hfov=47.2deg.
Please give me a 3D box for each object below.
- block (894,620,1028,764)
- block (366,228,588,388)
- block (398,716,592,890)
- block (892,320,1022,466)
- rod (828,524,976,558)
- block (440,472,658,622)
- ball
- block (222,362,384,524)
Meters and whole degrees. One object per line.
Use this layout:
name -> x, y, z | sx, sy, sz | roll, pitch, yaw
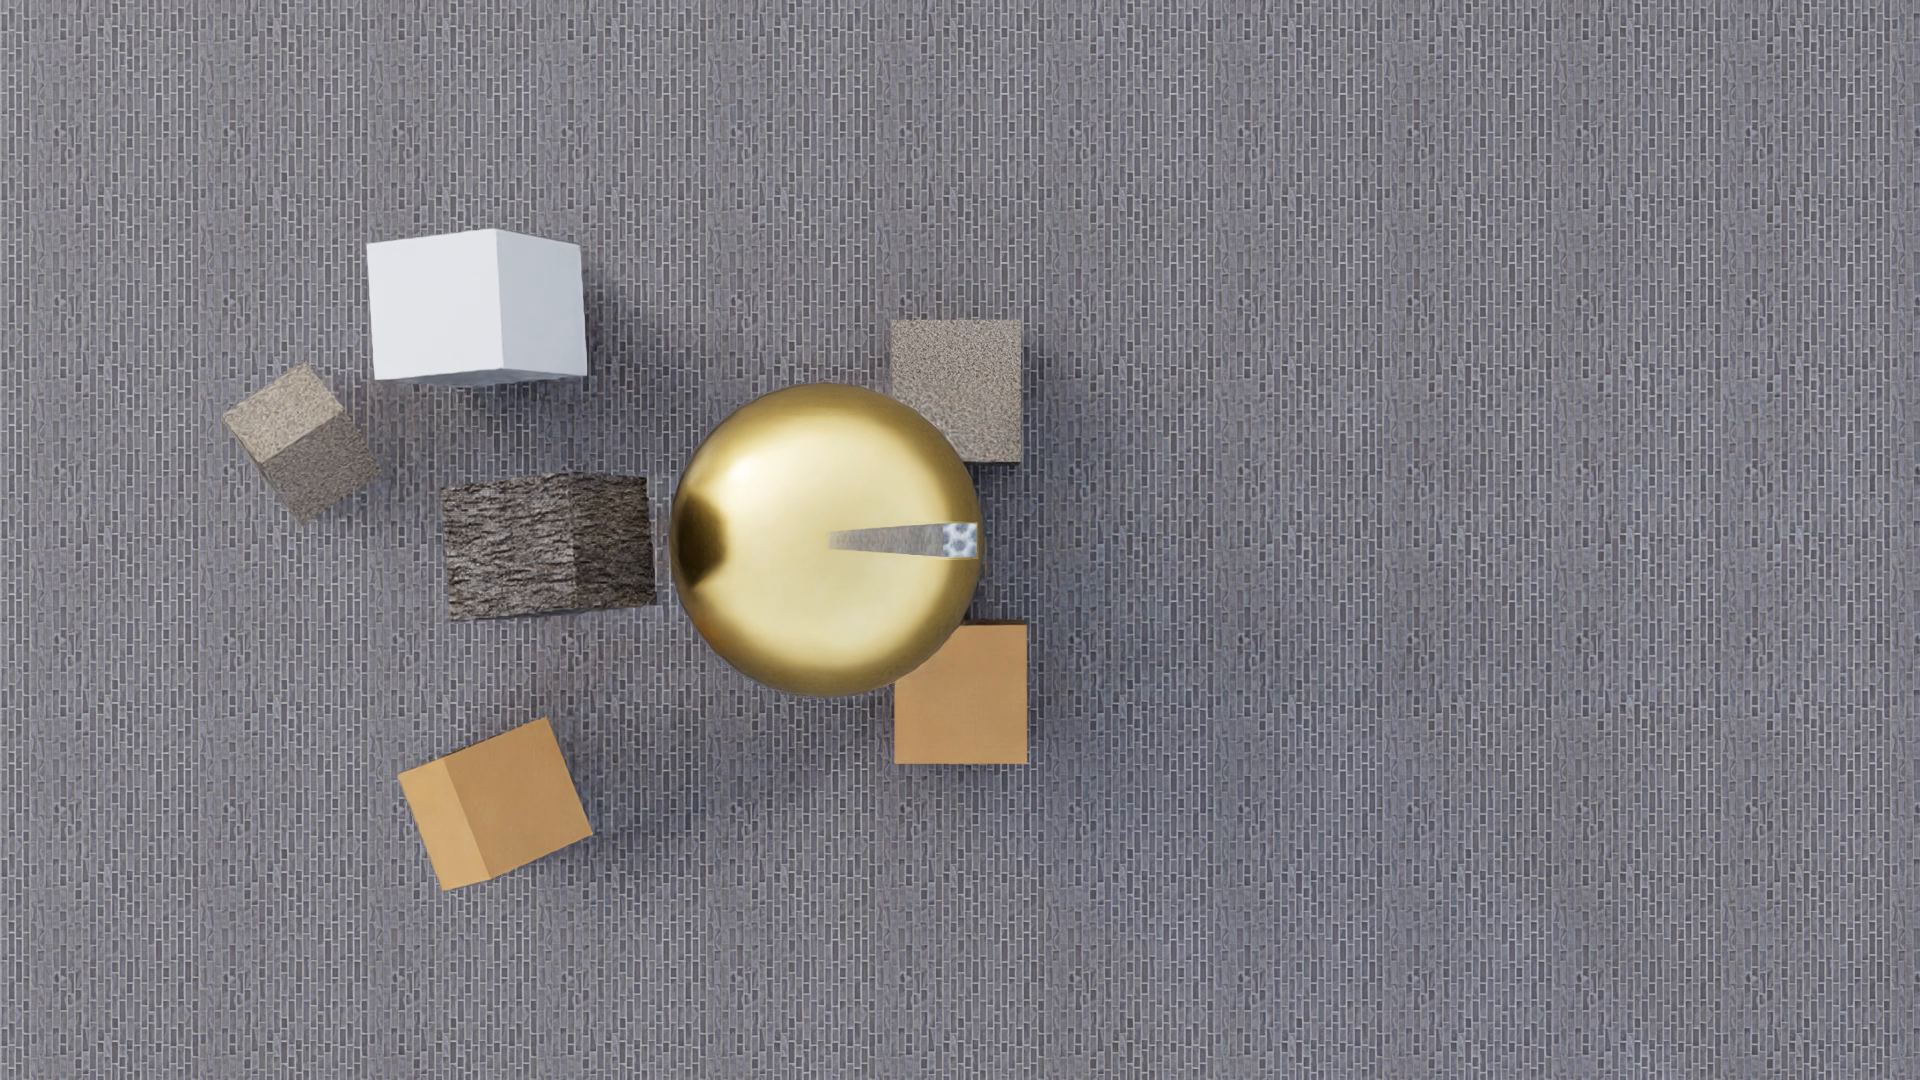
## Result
block -> 0.004, 0.854, 12.581 | 0.733, 0.838, 0.766 | 0, 90, 0
block -> -2.719, -1.293, 12.442 | 0.834, 0.874, 0.755 | -3, 90, 21
block -> -2.647, 1.503, 12.515 | 0.659, 0.720, 0.715 | -22, 90, -36
block -> -0.020, -0.838, 12.679 | 0.726, 0.642, 0.800 | 0, 90, 0
rod -> -0.293, 0.000, 7.762 | 0.080, 5.200, 0.080 | 0, 90, -6
block -> -1.989, 0.037, 10.685 | 0.701, 0.733, 0.638 | -6, 87, 22
ball -> -0.675, 0.000, 11.140 | 1.600, 1.600, 1.600 | 0, 90, 0
block -> -3.719, -0.546, 12.452 | 0.545, 0.538, 0.534 | -36, 52, -15
